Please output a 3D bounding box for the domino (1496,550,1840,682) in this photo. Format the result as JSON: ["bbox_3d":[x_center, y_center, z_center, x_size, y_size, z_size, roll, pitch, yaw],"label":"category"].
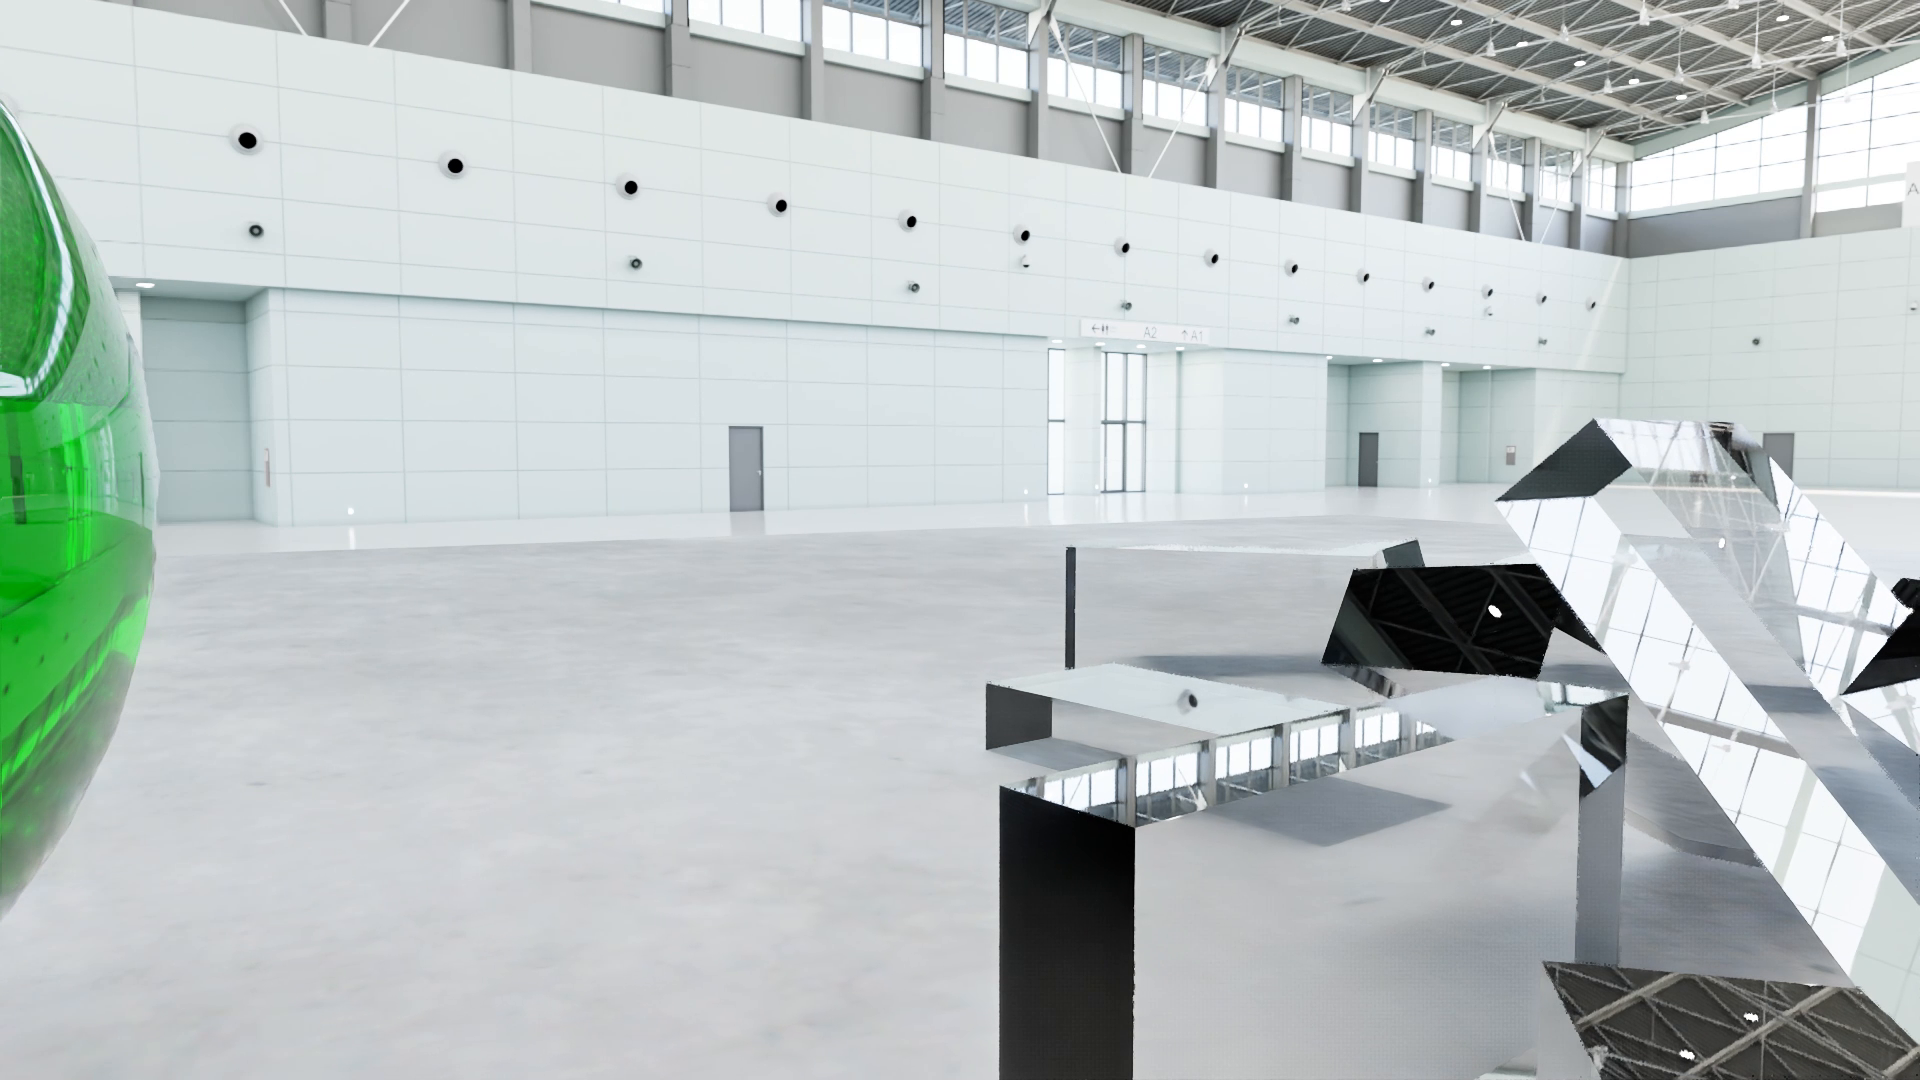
[{"bbox_3d":[0.126,0.014,0.233,0.050,0.009,0.025,-16,-1,18],"label":"domino"}]

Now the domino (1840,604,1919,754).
[{"bbox_3d":[0.079,0.020,0.068,0.025,0.010,0.050,-3,37,-32],"label":"domino"}]

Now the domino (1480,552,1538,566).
[{"bbox_3d":[0.095,0.012,0.245,0.050,0.009,0.025,-15,0,7],"label":"domino"}]

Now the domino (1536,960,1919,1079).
[{"bbox_3d":[0.018,0.029,0.019,0.010,0.025,0.050,1,4,14],"label":"domino"}]

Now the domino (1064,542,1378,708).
[{"bbox_3d":[0.043,0.014,0.215,0.050,0.025,0.009,2,5,22],"label":"domino"}]

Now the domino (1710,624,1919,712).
[{"bbox_3d":[0.157,0.022,0.216,0.050,0.010,0.025,2,5,19],"label":"domino"}]

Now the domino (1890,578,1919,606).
[{"bbox_3d":[0.146,0.019,0.168,0.025,0.010,0.050,37,7,2],"label":"domino"}]

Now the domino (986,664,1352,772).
[{"bbox_3d":[0.029,0.025,0.167,0.025,0.009,0.050,-3,6,-39],"label":"domino"}]

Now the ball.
[{"bbox_3d":[-0.083,-0.002,0.057,0.080,0.080,0.080,0,4,0],"label":"ball"}]

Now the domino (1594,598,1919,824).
[{"bbox_3d":[0.090,0.019,0.130,0.050,0.009,0.025,23,-10,-34],"label":"domino"}]

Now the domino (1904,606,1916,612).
[{"bbox_3d":[0.114,0.018,0.151,0.050,0.009,0.025,22,-11,-40],"label":"domino"}]

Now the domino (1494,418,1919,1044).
[{"bbox_3d":[0.062,0.014,0.090,0.025,0.050,0.010,-3,-35,-38],"label":"domino"}]

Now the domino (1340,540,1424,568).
[{"bbox_3d":[0.062,0.011,0.252,0.050,0.009,0.025,-15,0,-8],"label":"domino"}]

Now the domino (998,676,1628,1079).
[{"bbox_3d":[0.024,0.024,0.079,0.050,0.025,0.010,-3,5,-39],"label":"domino"}]

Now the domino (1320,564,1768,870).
[{"bbox_3d":[0.061,0.017,0.115,0.050,0.010,0.025,27,-12,-19],"label":"domino"}]
